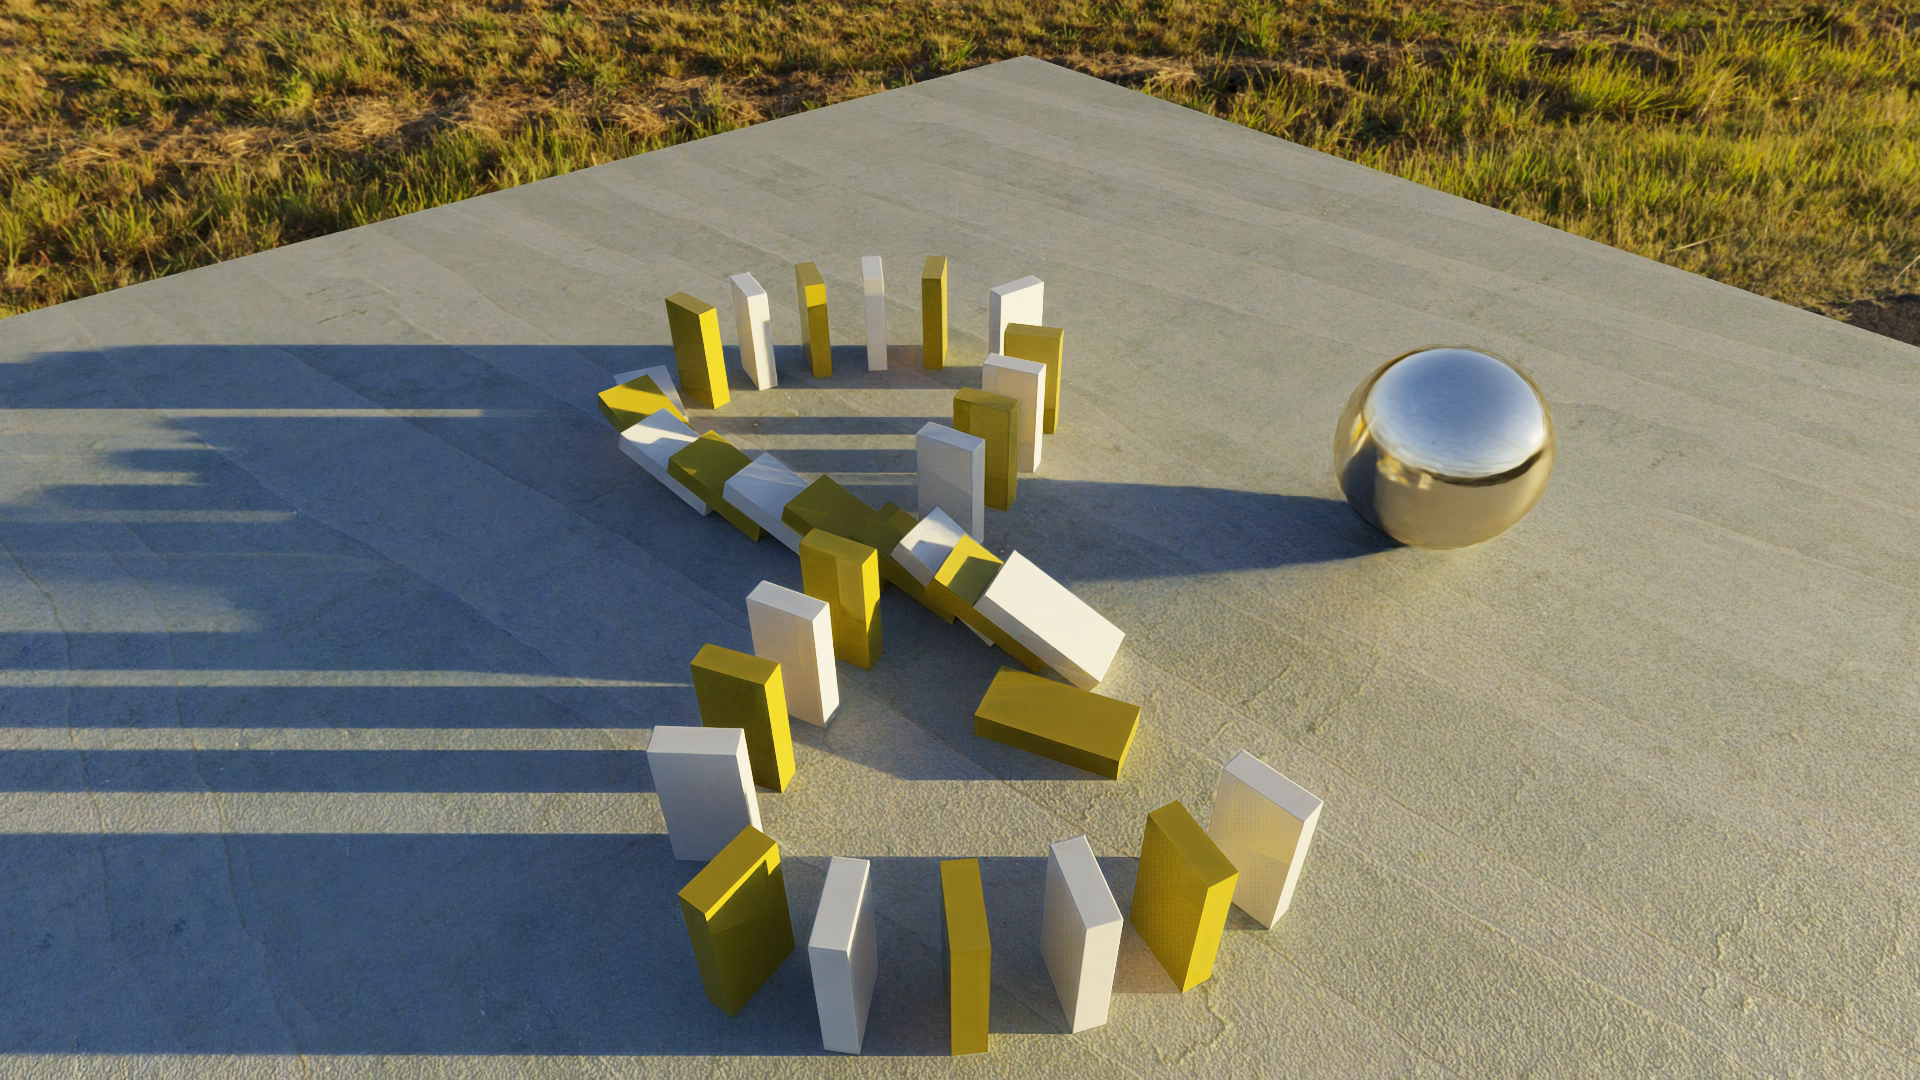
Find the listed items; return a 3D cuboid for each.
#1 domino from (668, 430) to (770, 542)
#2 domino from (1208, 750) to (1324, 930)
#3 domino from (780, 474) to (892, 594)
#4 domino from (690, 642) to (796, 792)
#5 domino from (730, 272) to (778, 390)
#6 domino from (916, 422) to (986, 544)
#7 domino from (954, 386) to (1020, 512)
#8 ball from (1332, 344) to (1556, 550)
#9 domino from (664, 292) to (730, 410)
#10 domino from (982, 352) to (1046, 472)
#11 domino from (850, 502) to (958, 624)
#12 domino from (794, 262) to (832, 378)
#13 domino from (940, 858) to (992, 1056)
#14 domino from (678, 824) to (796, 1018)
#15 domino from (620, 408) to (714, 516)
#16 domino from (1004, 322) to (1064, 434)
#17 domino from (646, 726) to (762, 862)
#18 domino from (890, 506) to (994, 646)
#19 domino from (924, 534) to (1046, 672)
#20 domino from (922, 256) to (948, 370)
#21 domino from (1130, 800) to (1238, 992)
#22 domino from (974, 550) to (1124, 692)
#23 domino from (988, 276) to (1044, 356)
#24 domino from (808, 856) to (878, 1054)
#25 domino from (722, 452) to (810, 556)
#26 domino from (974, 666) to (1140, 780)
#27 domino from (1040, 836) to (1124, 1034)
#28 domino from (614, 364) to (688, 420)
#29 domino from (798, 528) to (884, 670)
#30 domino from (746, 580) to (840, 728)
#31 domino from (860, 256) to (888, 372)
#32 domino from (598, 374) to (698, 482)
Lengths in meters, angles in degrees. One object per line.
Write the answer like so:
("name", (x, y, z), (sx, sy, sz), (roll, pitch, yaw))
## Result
("domino", (-0.094, -0.023, 0.459), (0.050, 0.009, 0.025), (37, 49, 12))
("domino", (0.083, 0.085, 0.308), (0.025, 0.050, 0.009), (32, 49, 33))
("domino", (-0.043, -0.003, 0.435), (0.050, 0.009, 0.025), (36, 48, 11))
("domino", (-0.067, 0.056, 0.343), (0.025, 0.050, 0.009), (13, 41, 15))
("domino", (-0.100, -0.101, 0.535), (0.010, 0.050, 0.025), (-19, 43, -21))
("domino", (-0.004, -0.020, 0.436), (0.025, 0.050, 0.010), (20, 43, 23))
("domino", (0.011, -0.037, 0.457), (0.025, 0.050, 0.010), (16, 42, 19))
("ball", (0.189, -0.036, 0.432), (0.080, 0.080, 0.080), (0, 39, 0))
("domino", (-0.124, -0.090, 0.521), (0.025, 0.050, 0.009), (29, 47, 30))
("domino", (0.023, -0.055, 0.478), (0.025, 0.050, 0.010), (15, 42, 17))
("domino", (-0.015, 0.008, 0.422), (0.050, 0.010, 0.025), (34, 48, 12))
("domino", (-0.072, -0.109, 0.544), (0.009, 0.050, 0.025), (-12, 41, -14))
("domino", (0.001, 0.107, 0.281), (0.010, 0.050, 0.025), (-4, 40, -5))
("domino", (-0.058, 0.101, 0.289), (0.009, 0.050, 0.025), (24, 45, 27))
("domino", (-0.119, -0.034, 0.472), (0.050, 0.010, 0.025), (37, 49, 12))
("domino", (0.033, -0.073, 0.501), (0.025, 0.050, 0.010), (9, 40, 10))
("domino", (-0.073, 0.075, 0.320), (0.025, 0.050, 0.010), (1, 39, 2))
("domino", (0.001, 0.013, 0.408), (0.050, 0.010, 0.025), (42, 49, 3))
("domino", (0.014, 0.023, 0.396), (0.050, 0.010, 0.025), (36, 49, -2))
("domino", (-0.013, -0.113, 0.550), (0.010, 0.050, 0.025), (3, 39, 4))
("domino", (0.059, 0.096, 0.294), (0.009, 0.050, 0.025), (-19, 43, -21))
("domino", (0.032, 0.029, 0.389), (0.050, 0.010, 0.025), (37, 48, -1))
("domino", (0.027, -0.101, 0.534), (0.025, 0.050, 0.009), (-24, 45, -26))
("domino", (-0.029, 0.107, 0.281), (0.010, 0.050, 0.025), (5, 40, 6))
("domino", (-0.069, -0.013, 0.447), (0.050, 0.010, 0.025), (36, 49, 11))
("domino", (0.033, 0.061, 0.369), (0.050, 0.010, 0.025), (15, 42, 18))
("domino", (0.031, 0.103, 0.286), (0.009, 0.050, 0.025), (-11, 41, -13))
("domino", (-0.147, -0.065, 0.523), (0.025, 0.010, 0.050), (-15, 42, -18))
("domino", (-0.041, 0.021, 0.385), (0.025, 0.050, 0.010), (18, 43, 20))
("domino", (-0.055, 0.039, 0.364), (0.025, 0.050, 0.010), (17, 42, 20))
("domino", (-0.043, -0.113, 0.549), (0.009, 0.050, 0.025), (-4, 40, -5))
("domino", (-0.137, -0.050, 0.492), (0.025, 0.009, 0.050), (-30, 68, -32))
